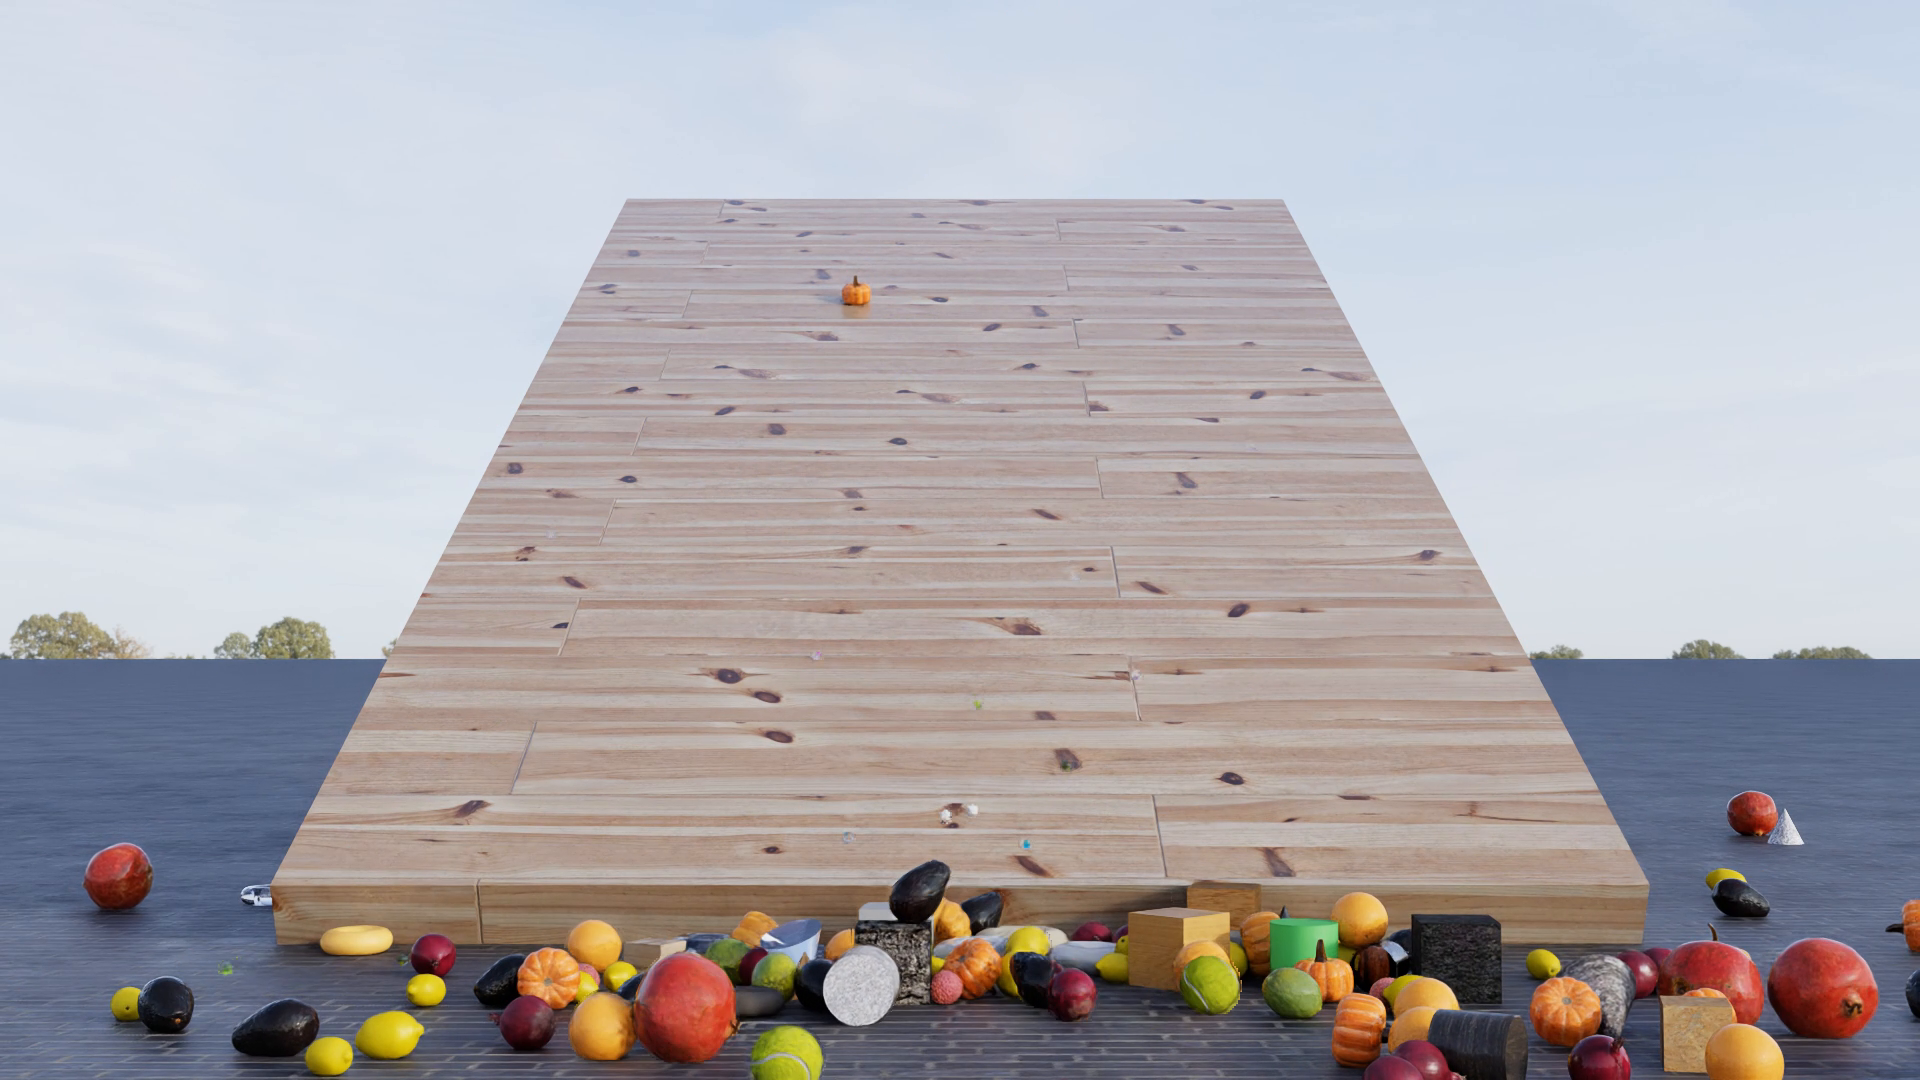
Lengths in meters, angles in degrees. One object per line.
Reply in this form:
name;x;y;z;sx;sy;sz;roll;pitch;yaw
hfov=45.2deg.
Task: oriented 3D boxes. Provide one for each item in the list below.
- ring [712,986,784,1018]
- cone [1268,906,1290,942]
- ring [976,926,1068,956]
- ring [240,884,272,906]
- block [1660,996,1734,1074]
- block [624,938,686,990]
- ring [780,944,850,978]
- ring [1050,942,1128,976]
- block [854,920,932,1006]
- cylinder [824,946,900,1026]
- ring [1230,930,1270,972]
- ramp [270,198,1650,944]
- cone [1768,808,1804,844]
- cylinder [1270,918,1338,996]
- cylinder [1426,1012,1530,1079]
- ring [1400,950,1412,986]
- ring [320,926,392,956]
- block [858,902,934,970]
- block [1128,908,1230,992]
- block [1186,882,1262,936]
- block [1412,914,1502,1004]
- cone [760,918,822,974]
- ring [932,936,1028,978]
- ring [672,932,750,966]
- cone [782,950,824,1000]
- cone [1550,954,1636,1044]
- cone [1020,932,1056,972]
ring;-0.251;0.546;2.729;0.087;0.029;0.087;0;-4;0
cone;0.457;0.550;3.246;0.072;0.072;0.072;0;-3;0
ring;0.083;0.561;3.190;0.136;0.045;0.136;-1;-4;0
ring;-1.174;0.603;3.919;0.093;0.031;0.093;0;-4;0
block;0.760;0.510;2.382;0.067;0.067;0.067;-1;-3;14
block;-0.391;0.543;2.954;0.057;0.057;0.057;-1;-3;28
ring;-0.187;0.559;3.059;0.108;0.036;0.108;1;-4;0
ring;0.177;0.560;3.084;0.111;0.037;0.111;1;-3;0
block;-0.082;0.520;2.844;0.092;0.092;0.092;0;-3;0
cylinder;-0.114;0.518;2.682;0.082;0.082;0.082;0;-3;3
ring;0.356;0.558;3.132;0.139;0.046;0.139;1;-3;0
ramp;-0.007;-0.224;5.207;2.000;0.100;4.000;0;23;0
cone;1.851;0.641;5.172;0.078;0.078;0.078;0;-3;0
cylinder;0.436;0.527;2.922;0.086;0.086;0.086;0;-3;0
cylinder;0.504;0.499;2.246;0.077;0.077;0.077;-7;-6;31
ring;0.617;0.552;2.970;0.123;0.041;0.123;-1;-3;0
ring;-0.861;0.572;3.290;0.101;0.034;0.101;-1;-2;0
block;-0.084;0.532;3.068;0.090;0.090;0.090;0;-3;5
block;0.282;0.526;2.971;0.092;0.092;0.092;3;-4;-45
block;0.376;0.540;3.277;0.096;0.096;0.096;-1;-3;12
block;0.615;0.519;2.862;0.097;0.097;0.097;0;-3;4
cone;-0.201;0.532;2.903;0.081;0.081;0.081;-15;14;4
ring;0.027;0.556;3.073;0.131;0.044;0.131;-1;-2;0
ring;-0.347;0.564;3.178;0.112;0.037;0.112;1;-3;0
cone;-0.193;0.538;2.867;0.056;0.056;0.056;1;0;0
cone;0.717;0.531;2.564;0.099;0.099;0.099;0;24;-1
cone;0.104;0.553;3.106;0.053;0.053;0.053;0;-3;0
